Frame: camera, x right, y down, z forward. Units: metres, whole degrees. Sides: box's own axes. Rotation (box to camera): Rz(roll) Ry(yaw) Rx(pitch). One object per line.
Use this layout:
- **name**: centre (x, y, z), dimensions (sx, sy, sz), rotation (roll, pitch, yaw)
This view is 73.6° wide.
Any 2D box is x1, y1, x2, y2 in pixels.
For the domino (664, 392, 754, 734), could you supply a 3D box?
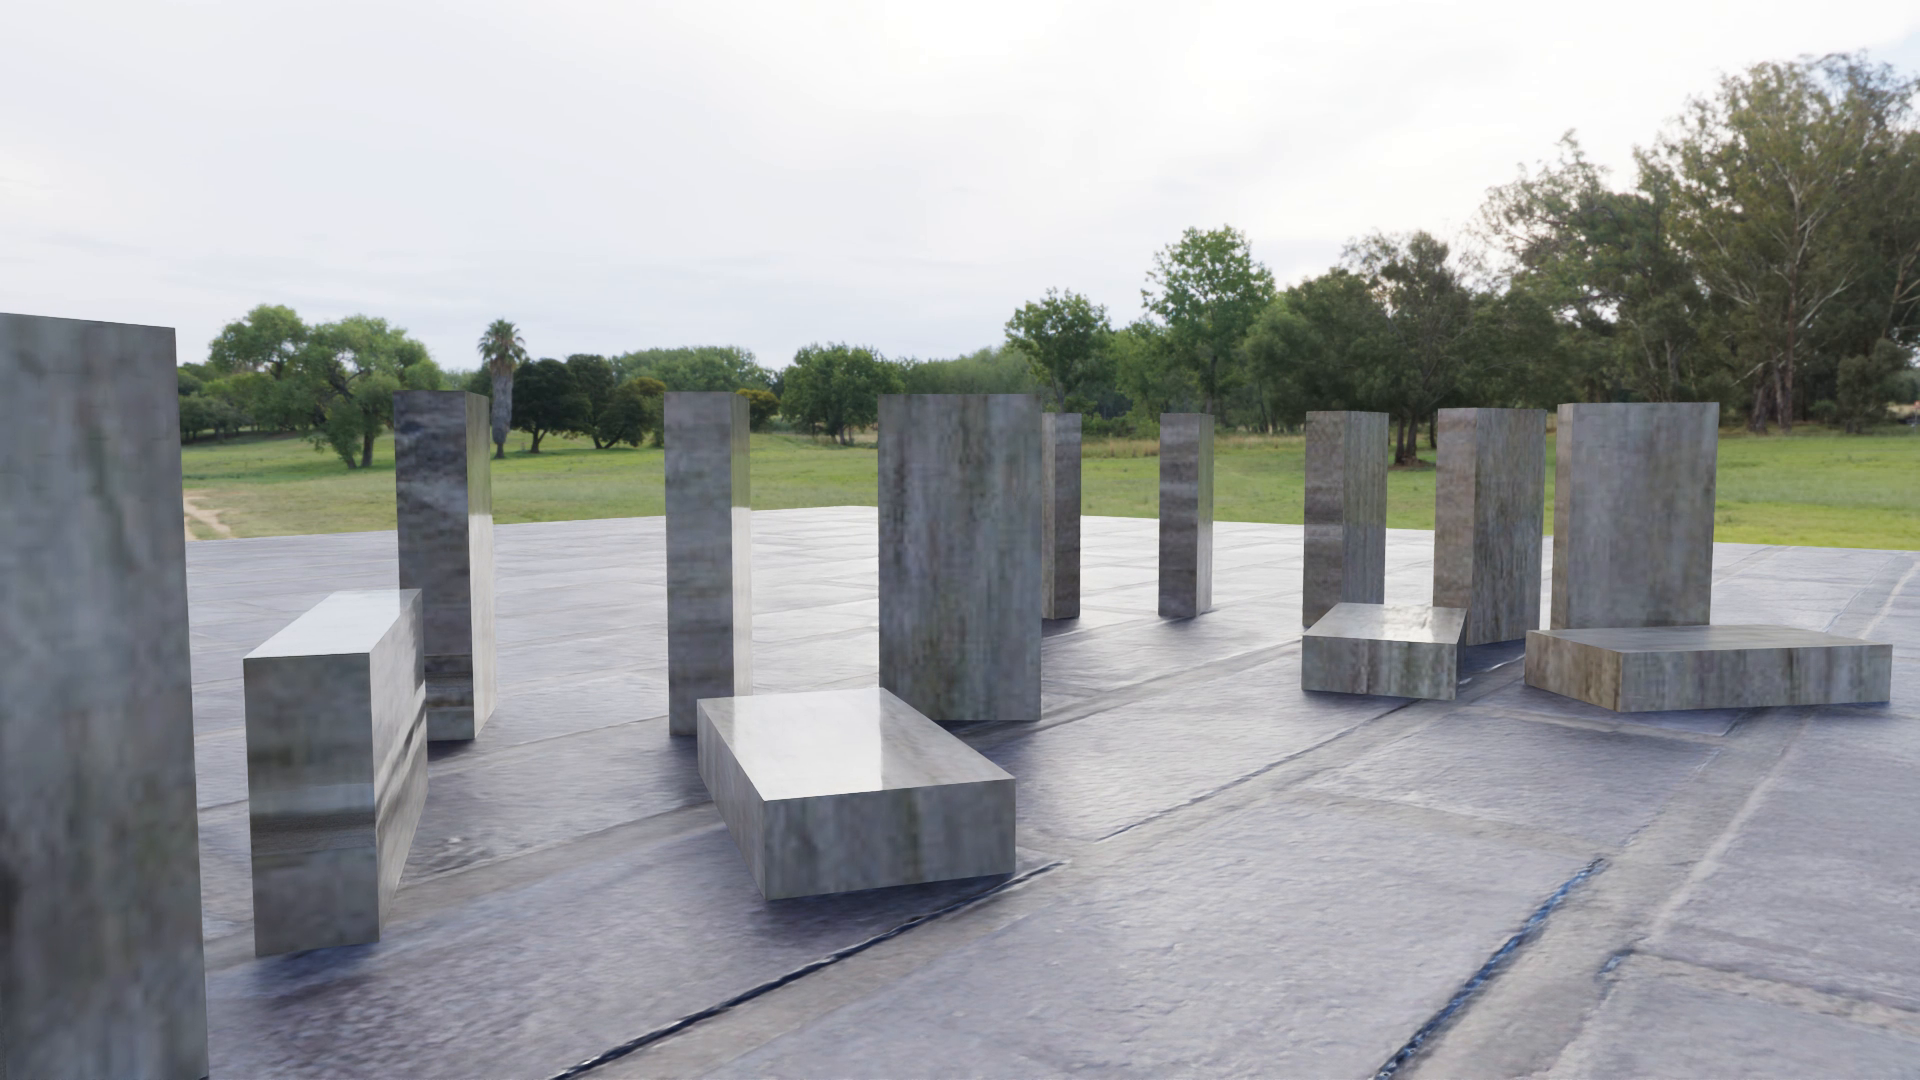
- **domino**: centre (-0.038, 0.003, 0.199), dimensions (0.010, 0.050, 0.025), rotation (0, 4, -3)

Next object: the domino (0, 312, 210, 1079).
- **domino**: centre (-0.060, 0.012, 0.075), dimensions (0.010, 0.050, 0.025), rotation (2, 5, 22)

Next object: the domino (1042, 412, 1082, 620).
- **domino**: centre (0.018, -0.007, 0.322), dimensions (0.009, 0.050, 0.025), rotation (-4, 6, -43)

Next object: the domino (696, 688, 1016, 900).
- **domino**: centre (-0.014, 0.027, 0.147), dimensions (0.025, 0.009, 0.050), rotation (-1, 5, -19)

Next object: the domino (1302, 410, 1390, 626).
- **domino**: centre (0.092, -0.005, 0.306), dimensions (0.010, 0.050, 0.025), rotation (4, 6, 40)

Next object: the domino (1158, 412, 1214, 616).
- **domino**: centre (0.058, -0.007, 0.327), dimensions (0.009, 0.050, 0.025), rotation (2, 5, 20)

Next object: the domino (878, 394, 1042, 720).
- **domino**: centre (0.000, 0.002, 0.201), dimensions (0.025, 0.050, 0.009), rotation (0, 4, 0)

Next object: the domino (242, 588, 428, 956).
- **domino**: centre (-0.062, 0.020, 0.131), dimensions (0.010, 0.025, 0.050), rotation (-1, 5, -18)

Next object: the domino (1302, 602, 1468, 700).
- **domino**: centre (0.081, 0.020, 0.240), dimensions (0.025, 0.010, 0.050), rotation (2, 5, 23)

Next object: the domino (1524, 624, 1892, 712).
- **domino**: centre (0.127, 0.021, 0.220), dimensions (0.050, 0.009, 0.025), rotation (-1, 4, -10)

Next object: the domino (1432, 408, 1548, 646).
- **domino**: centre (0.115, -0.003, 0.280), dimensions (0.025, 0.050, 0.010), rotation (-3, 5, -33)

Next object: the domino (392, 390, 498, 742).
- **domino**: centre (-0.077, 0.003, 0.195), dimensions (0.009, 0.050, 0.025), rotation (-1, 4, -13)

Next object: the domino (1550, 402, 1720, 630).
- **domino**: centre (0.126, -0.001, 0.241), dimensions (0.025, 0.050, 0.009), rotation (1, 4, 9)
